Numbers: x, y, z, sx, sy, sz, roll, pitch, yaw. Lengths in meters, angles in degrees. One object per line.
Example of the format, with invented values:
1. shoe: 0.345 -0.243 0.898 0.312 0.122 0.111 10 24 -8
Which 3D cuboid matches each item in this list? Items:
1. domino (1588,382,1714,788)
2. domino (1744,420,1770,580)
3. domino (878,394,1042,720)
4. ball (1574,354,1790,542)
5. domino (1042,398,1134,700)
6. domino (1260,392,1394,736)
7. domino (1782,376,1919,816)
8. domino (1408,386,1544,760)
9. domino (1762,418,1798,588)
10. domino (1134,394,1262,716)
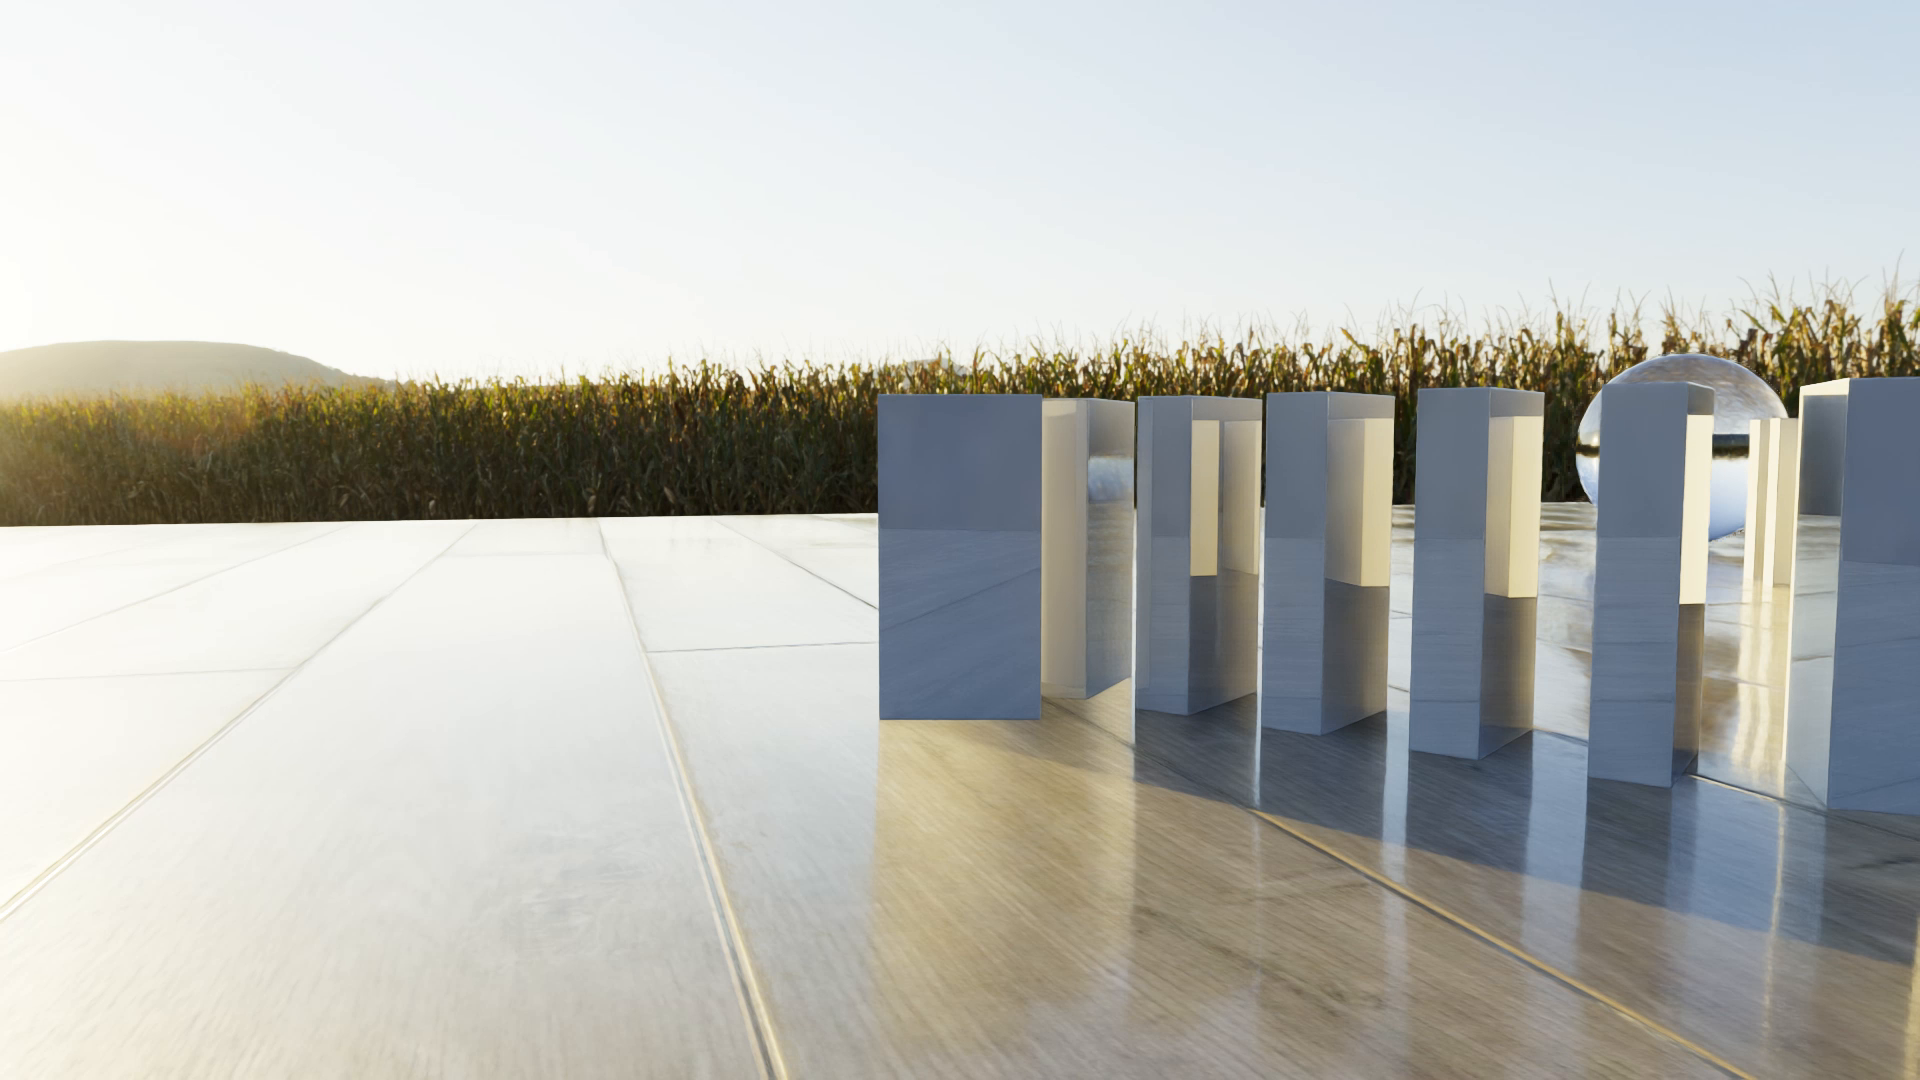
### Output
1. domino: 0.092 0.005 0.169 0.010 0.050 0.025 3 5 37
2. domino: 0.261 -0.012 0.400 0.025 0.050 0.009 1 4 16
3. domino: 0.000 0.002 0.201 0.025 0.050 0.010 0 4 0
4. ball: 0.302 -0.038 0.537 0.080 0.080 0.080 0 4 0
5. domino: 0.022 0.001 0.225 0.009 0.050 0.025 2 5 25
6. domino: 0.057 0.003 0.198 0.009 0.050 0.025 4 6 40
7. domino: 0.111 0.006 0.158 0.009 0.050 0.025 2 5 22
8. domino: 0.074 0.004 0.183 0.009 0.050 0.025 4 6 39
9. domino: 0.254 -0.011 0.379 0.025 0.050 0.010 1 4 18
10. domino: 0.040 0.002 0.212 0.009 0.050 0.025 3 5 38
